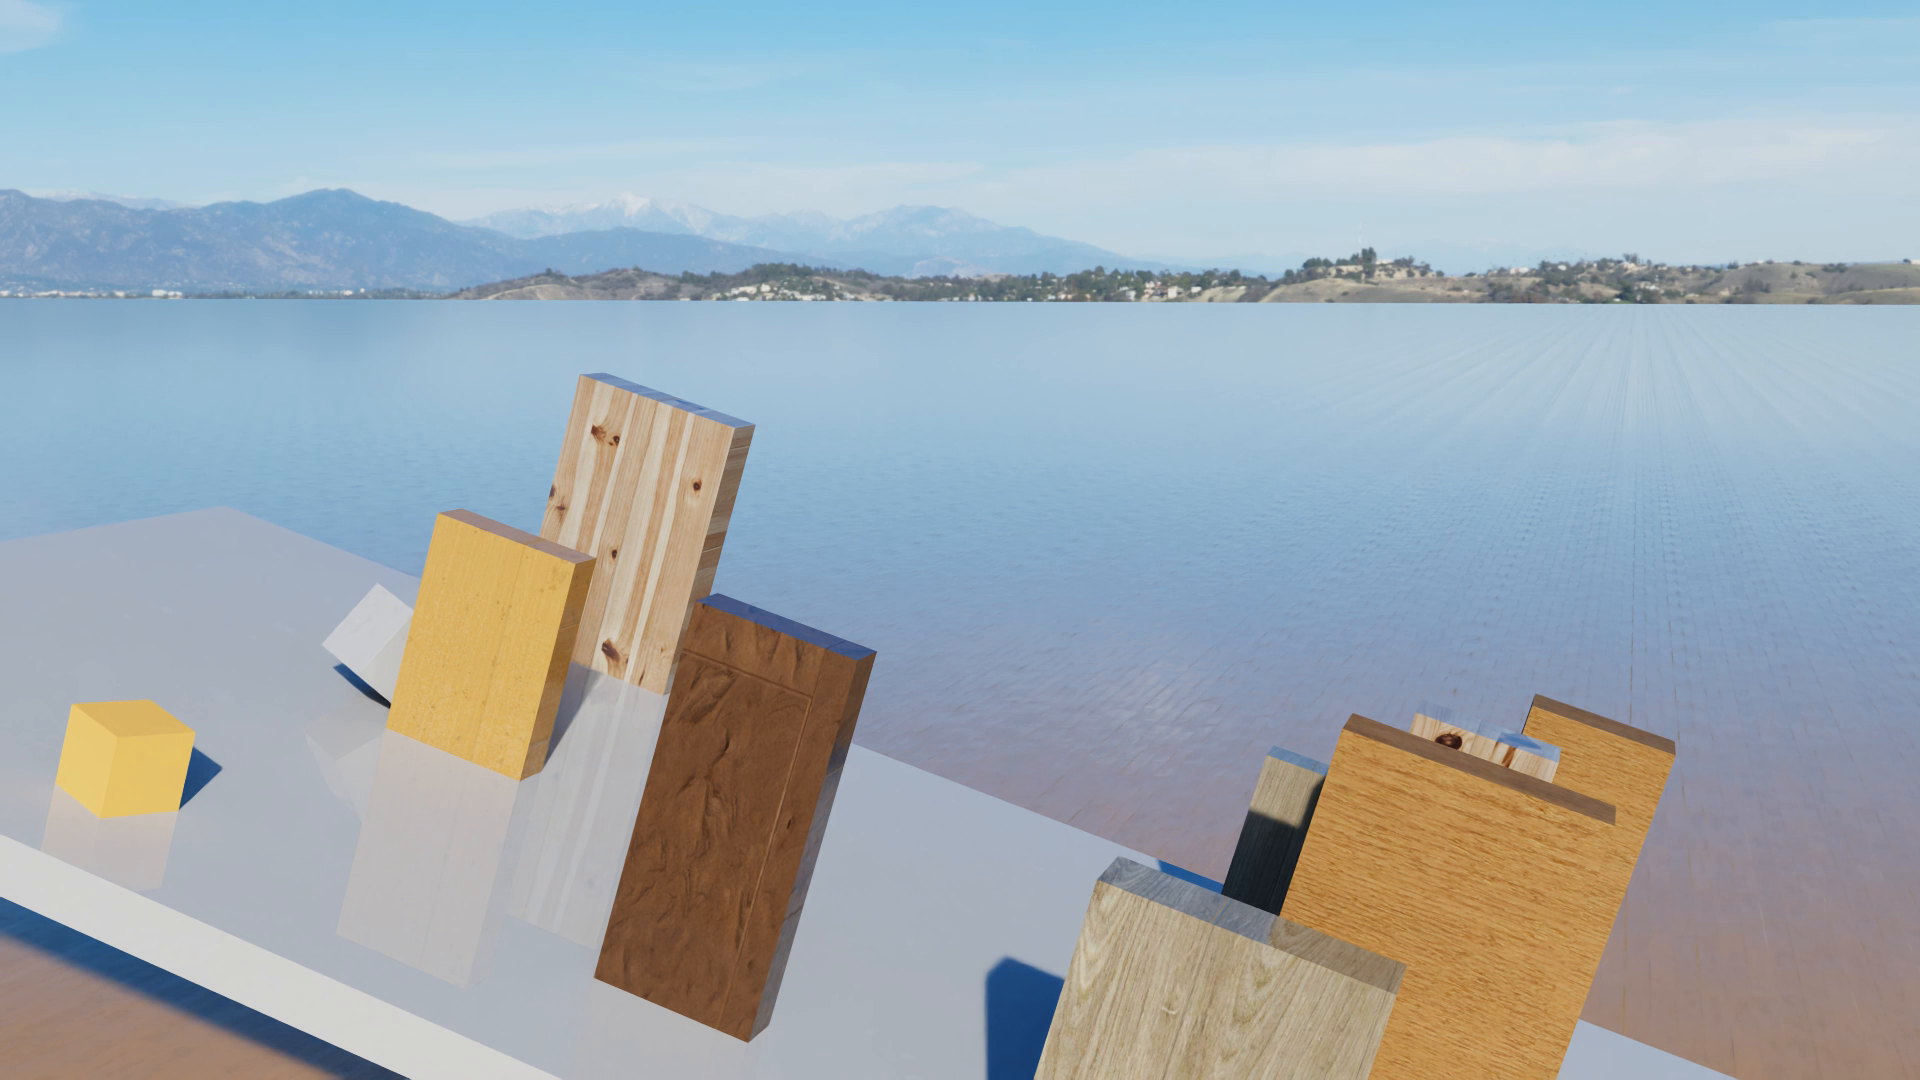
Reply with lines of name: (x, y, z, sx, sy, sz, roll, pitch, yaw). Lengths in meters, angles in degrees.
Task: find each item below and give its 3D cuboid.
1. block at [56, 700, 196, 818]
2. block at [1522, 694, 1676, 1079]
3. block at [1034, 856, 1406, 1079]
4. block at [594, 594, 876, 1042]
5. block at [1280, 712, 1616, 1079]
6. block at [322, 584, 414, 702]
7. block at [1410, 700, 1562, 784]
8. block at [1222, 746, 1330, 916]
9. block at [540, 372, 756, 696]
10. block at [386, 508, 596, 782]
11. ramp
block: (-1.425, 0.372, 3.756, 0.147, 0.147, 0.147, 24, 14, 35)
block: (1.154, 0.697, 4.351, 0.279, 0.722, 0.135, 19, 12, 14)
block: (0.339, 0.800, 3.171, 0.440, 0.547, 0.137, 19, 12, 14)
block: (-0.367, 0.449, 3.559, 0.285, 0.664, 0.090, 19, 12, 14)
block: (0.707, 0.717, 3.515, 0.431, 0.769, 0.132, 19, 12, 14)
block: (-1.174, 0.229, 4.560, 0.170, 0.170, 0.170, 28, -17, 44)
block: (0.773, 0.684, 3.738, 0.240, 0.780, 0.120, 19, 12, 14)
block: (0.650, 0.684, 4.267, 0.261, 0.502, 0.089, 19, 12, 14)
block: (-0.774, -0.017, 5.208, 0.407, 0.662, 0.125, 19, 12, 14)
block: (-0.942, 0.208, 4.412, 0.313, 0.461, 0.094, 19, 12, 14)
ramp: (-0.369, 0.712, 4.234, 4.000, 0.100, 2.000, 19, 12, 14)
